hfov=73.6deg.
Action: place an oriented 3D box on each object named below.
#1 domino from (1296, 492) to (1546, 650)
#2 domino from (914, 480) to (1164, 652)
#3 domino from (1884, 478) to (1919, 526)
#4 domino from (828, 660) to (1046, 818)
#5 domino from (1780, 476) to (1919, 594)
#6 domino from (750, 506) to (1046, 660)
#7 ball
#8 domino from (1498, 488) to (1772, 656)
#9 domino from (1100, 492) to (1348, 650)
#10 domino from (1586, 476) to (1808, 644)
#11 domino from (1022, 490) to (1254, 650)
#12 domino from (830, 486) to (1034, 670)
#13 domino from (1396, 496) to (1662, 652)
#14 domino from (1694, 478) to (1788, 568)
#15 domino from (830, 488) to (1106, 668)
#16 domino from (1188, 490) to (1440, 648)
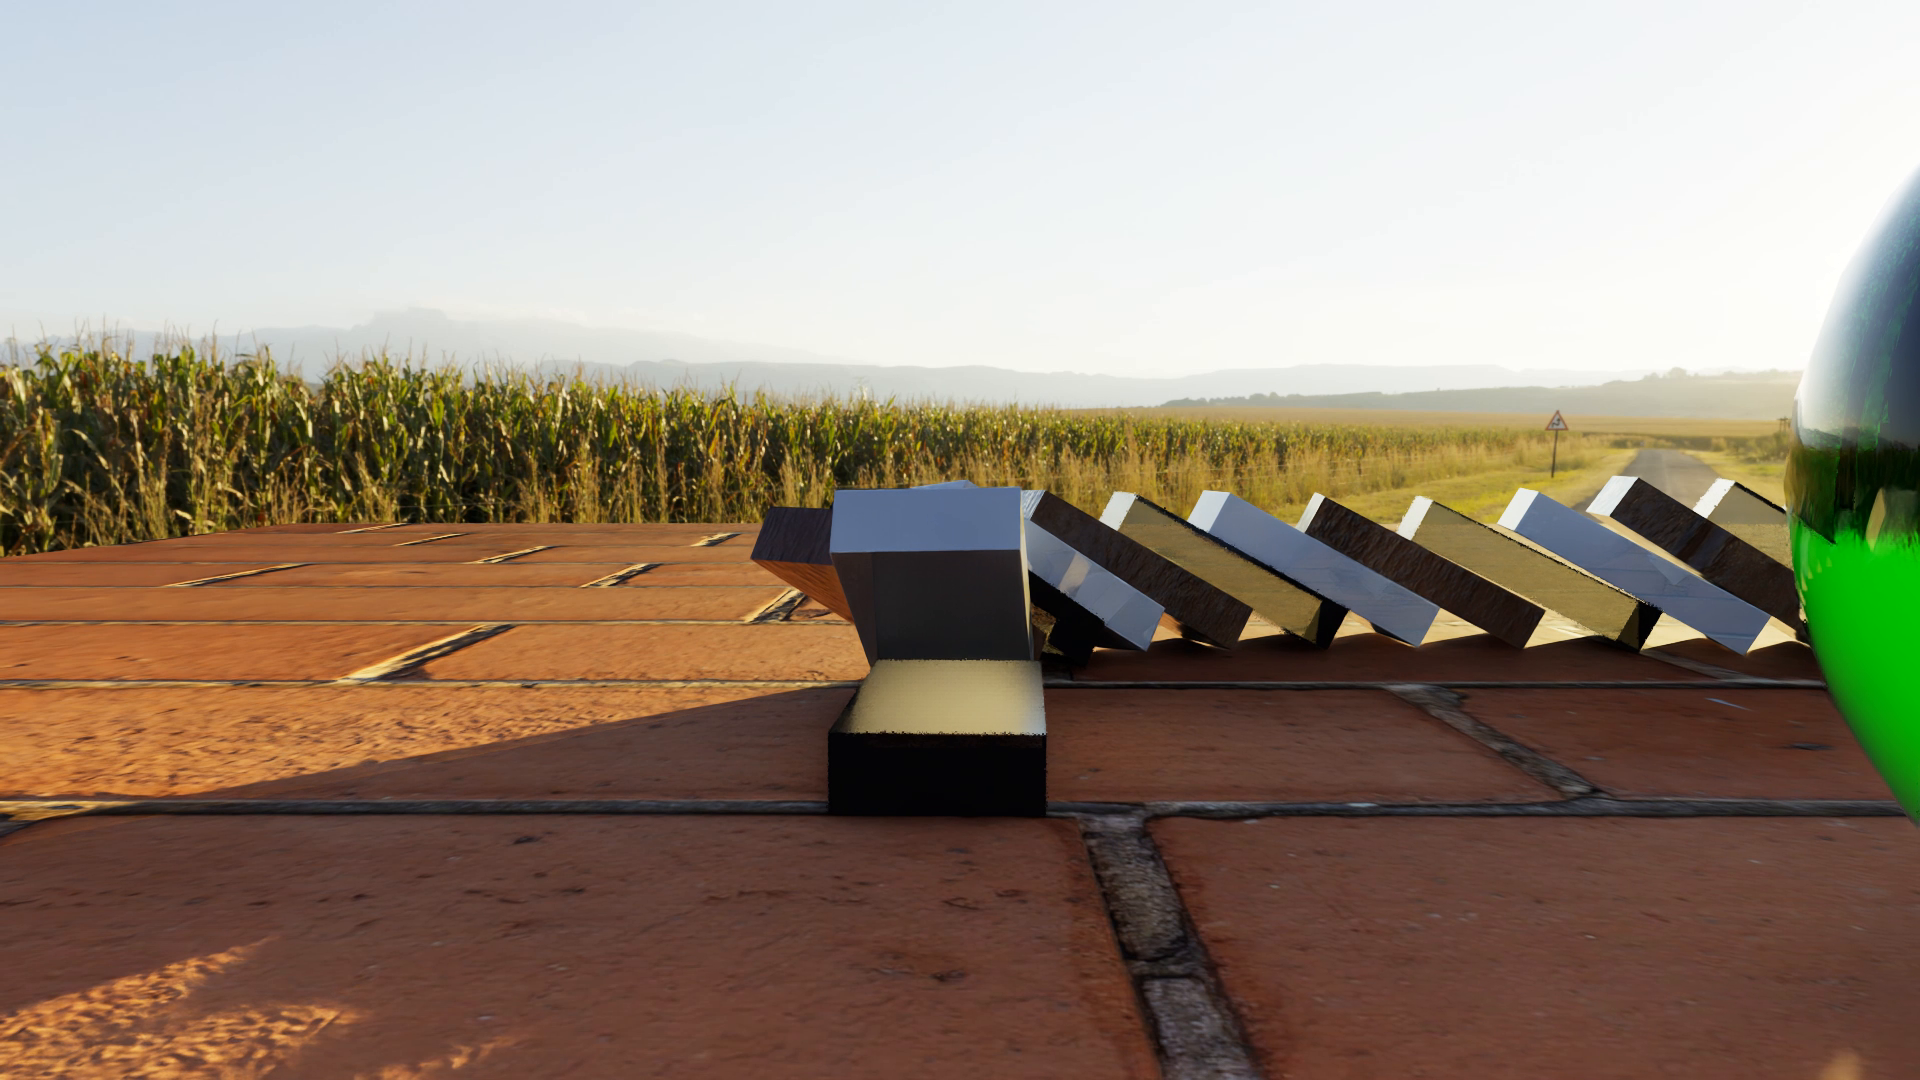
[{"bbox_3d":[0.099,0.006,0.279,0.050,0.010,0.025,28,9,8],"label":"domino"},{"bbox_3d":[0.013,0.006,0.251,0.050,0.009,0.025,32,-16,-24],"label":"domino"},{"bbox_3d":[0.210,0.006,0.252,0.050,0.009,0.025,38,17,21],"label":"domino"},{"bbox_3d":[-0.001,0.025,0.172,0.025,0.009,0.050,0,4,3],"label":"domino"},{"bbox_3d":[0.195,0.005,0.259,0.050,0.009,0.025,37,17,18],"label":"domino"},{"bbox_3d":[-0.009,0.010,0.218,0.025,0.010,0.050,3,-23,38],"label":"domino"},{"bbox_3d":[0.097,-0.003,0.078,0.080,0.080,0.080,0,4,0],"label":"ball"},{"bbox_3d":[0.142,0.006,0.273,0.050,0.009,0.025,31,11,11],"label":"domino"},{"bbox_3d":[0.055,0.006,0.273,0.050,0.009,0.025,28,2,-5],"label":"domino"},{"bbox_3d":[0.159,0.004,0.269,0.050,0.010,0.025,35,12,11],"label":"domino"},{"bbox_3d":[0.033,0.006,0.265,0.050,0.009,0.025,29,-5,-13],"label":"domino"},{"bbox_3d":[-0.002,0.010,0.190,0.025,0.010,0.050,-1,-30,5],"label":"domino"},{"bbox_3d":[0.121,0.006,0.277,0.050,0.010,0.025,28,9,9],"label":"domino"},{"bbox_3d":[0.179,0.005,0.265,0.050,0.009,0.025,36,17,17],"label":"domino"},{"bbox_3d":[0.001,0.007,0.239,0.050,0.010,0.025,34,-17,-30],"label":"domino"},{"bbox_3d":[0.075,0.006,0.276,0.050,0.010,0.025,28,2,-3],"label":"domino"}]
